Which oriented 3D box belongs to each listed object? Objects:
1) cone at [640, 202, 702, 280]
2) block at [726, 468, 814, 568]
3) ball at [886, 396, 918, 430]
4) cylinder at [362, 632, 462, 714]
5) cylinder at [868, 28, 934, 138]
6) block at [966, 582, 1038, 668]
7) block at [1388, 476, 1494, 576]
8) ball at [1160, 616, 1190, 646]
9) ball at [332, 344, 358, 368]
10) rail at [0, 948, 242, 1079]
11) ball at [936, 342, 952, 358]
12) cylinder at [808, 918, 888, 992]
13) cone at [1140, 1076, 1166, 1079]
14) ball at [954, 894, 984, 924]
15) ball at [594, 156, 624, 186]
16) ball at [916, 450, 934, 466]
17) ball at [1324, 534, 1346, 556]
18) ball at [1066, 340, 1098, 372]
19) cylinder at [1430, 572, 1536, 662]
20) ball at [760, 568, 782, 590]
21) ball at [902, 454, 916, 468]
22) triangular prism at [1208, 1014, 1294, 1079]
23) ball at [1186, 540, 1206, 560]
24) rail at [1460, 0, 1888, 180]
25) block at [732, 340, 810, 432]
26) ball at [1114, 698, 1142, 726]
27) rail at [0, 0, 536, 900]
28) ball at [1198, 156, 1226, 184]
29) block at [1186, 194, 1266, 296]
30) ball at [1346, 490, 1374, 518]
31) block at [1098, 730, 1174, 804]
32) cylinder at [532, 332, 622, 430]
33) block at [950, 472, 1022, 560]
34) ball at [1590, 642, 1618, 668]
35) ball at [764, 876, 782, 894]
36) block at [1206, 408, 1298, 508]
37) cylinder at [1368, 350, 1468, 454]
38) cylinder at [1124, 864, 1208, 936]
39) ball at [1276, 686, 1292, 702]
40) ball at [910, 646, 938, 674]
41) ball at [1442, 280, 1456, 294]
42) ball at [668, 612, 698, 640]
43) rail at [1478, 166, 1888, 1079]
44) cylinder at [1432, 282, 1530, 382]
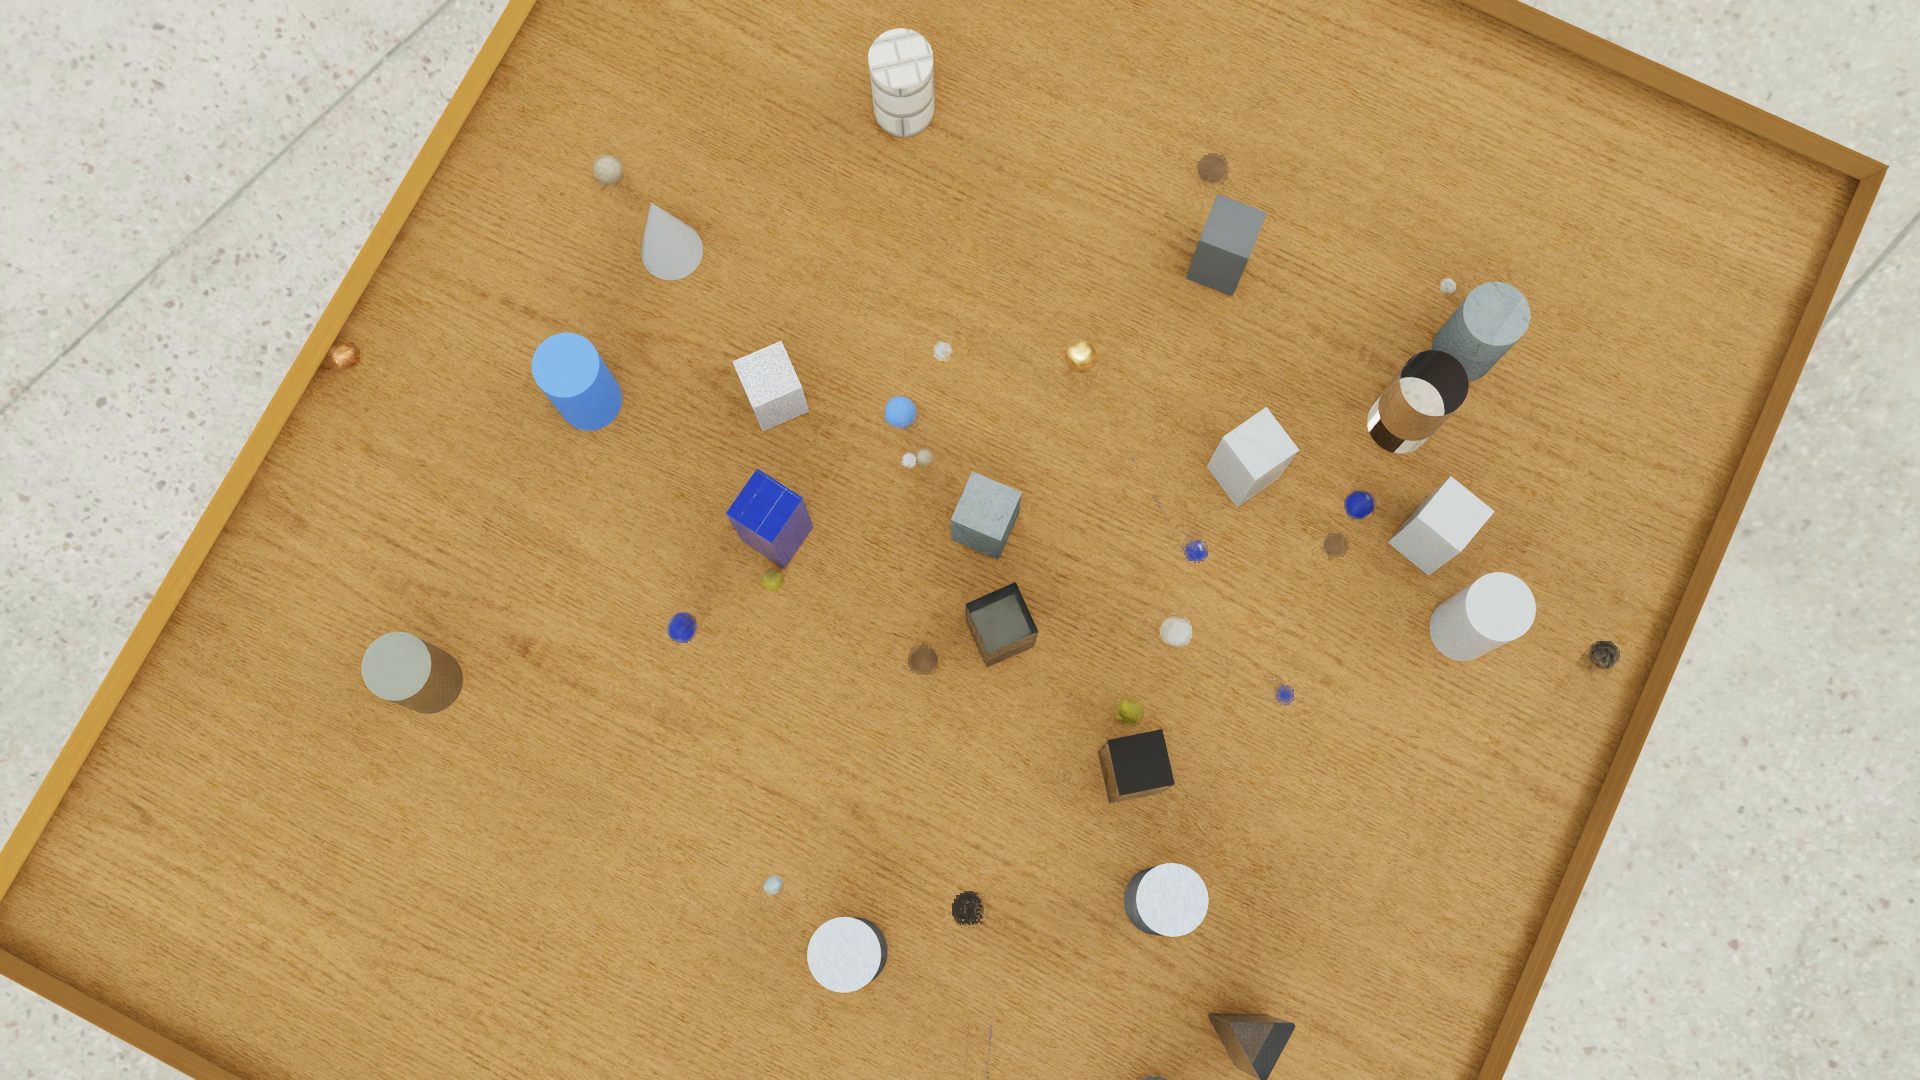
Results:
[{"bbox_3d":[-0.913,-0.958,5.611,0.198,0.399,0.198,0,78,0],"label":"cone"},{"bbox_3d":[-0.559,-0.058,5.428,0.158,0.393,0.158,33,80,6],"label":"block"},{"bbox_3d":[-0.182,-0.391,5.647,0.099,0.099,0.099,0,78,0],"label":"ball"},{"bbox_3d":[-1.598,0.392,5.362,0.198,0.339,0.198,0,78,0],"label":"cylinder"},{"bbox_3d":[-0.180,-1.425,5.732,0.198,0.352,0.198,0,78,0],"label":"cylinder"},{"bbox_3d":[0.120,0.254,5.409,0.158,0.303,0.158,-23,79,-5],"label":"block"},{"bbox_3d":[1.422,-0.037,5.437,0.158,0.367,0.158,40,81,8],"label":"block"},{"bbox_3d":[0.646,0.275,5.514,0.089,0.089,0.089,0,78,0],"label":"ball"},{"bbox_3d":[-1.911,-0.573,5.696,0.077,0.077,0.077,0,78,0],"label":"ball"},{"bbox_3d":[-1.046,2.055,5.125,4.134,0.128,0.045,26,80,5],"label":"rail"},{"bbox_3d":[-0.052,-0.591,5.714,0.048,0.048,0.048,0,78,0],"label":"ball"},{"bbox_3d":[-0.310,1.158,5.136,0.198,0.471,0.198,0,78,0],"label":"cylinder"},{"bbox_3d":[0.559,1.609,5.092,0.198,0.375,0.198,0,78,0],"label":"cone"},{"bbox_3d":[0.027,1.076,5.348,0.089,0.089,0.089,0,78,0],"label":"ball"},{"bbox_3d":[-1.115,-1.169,5.810,0.095,0.095,0.095,0,78,0],"label":"ball"},{"bbox_3d":[-0.108,-0.252,5.642,0.053,0.053,0.053,0,78,0],"label":"ball"},{"bbox_3d":[1.141,0.015,5.580,0.065,0.065,0.065,0,78,0],"label":"ball"},{"bbox_3d":[0.377,-0.572,5.684,0.099,0.099,0.099,0,78,0],"label":"ball"},{"bbox_3d":[1.523,0.229,5.361,0.198,0.407,0.198,0,78,0],"label":"cylinder"},{"bbox_3d":[-0.572,0.119,5.558,0.067,0.067,0.067,0,78,0],"label":"ball"},{"bbox_3d":[-0.156,-0.244,5.645,0.044,0.044,0.044,0,78,0],"label":"ball"},{"bbox_3d":[0.784,1.371,5.097,0.148,0.462,0.171,31,80,6],"label":"triangular prism"},{"bbox_3d":[0.719,0.031,5.580,0.058,0.058,0.058,0,78,0],"label":"ball"},{"bbox_3d":[1.046,-2.041,5.972,4.134,0.128,0.045,26,80,5],"label":"rail"},{"bbox_3d":[-0.573,-0.465,5.578,0.158,0.265,0.158,-24,79,-5],"label":"block"},{"bbox_3d":[0.500,0.513,5.469,0.081,0.081,0.081,0,78,0],"label":"ball"},{"bbox_3d":[-1.828,-0.888,5.734,0.045,0.128,4.724,26,80,5],"label":"rail"},{"bbox_3d":[0.801,-1.175,5.814,0.090,0.090,0.090,0,78,0],"label":"ball"},{"bbox_3d":[0.815,-0.902,5.633,0.158,0.333,0.158,22,79,4],"label":"block"},{"bbox_3d":[1.223,-0.109,5.596,0.085,0.085,0.085,0,78,0],"label":"ball"},{"bbox_3d":[0.506,0.658,5.296,0.158,0.361,0.158,-11,79,-2],"label":"block"},{"bbox_3d":[-1.151,-0.473,5.526,0.198,0.368,0.198,0,78,0],"label":"cylinder"},{"bbox_3d":[0.077,-0.070,5.483,0.158,0.290,0.158,23,79,5],"label":"block"},{"bbox_3d":[1.933,0.347,5.504,0.079,0.079,0.079,0,78,0],"label":"ball"},{"bbox_3d":[-0.551,1.015,5.380,0.052,0.052,0.052,0,78,0],"label":"ball"},{"bbox_3d":[0.872,-0.243,5.485,0.158,0.357,0.158,-34,80,-7],"label":"block"},{"bbox_3d":[1.364,-0.408,5.481,0.198,0.431,0.198,0,78,0],"label":"cylinder"},{"bbox_3d":[0.581,1.024,5.205,0.198,0.391,0.198,0,78,0],"label":"cylinder"},{"bbox_3d":[0.972,0.463,5.497,0.046,0.046,0.046,0,78,0],"label":"ball"},{"bbox_3d":[-0.108,0.359,5.500,0.083,0.083,0.083,0,78,0],"label":"ball"},{"bbox_3d":[1.536,-0.797,5.759,0.045,0.045,0.045,0,78,0],"label":"ball"},{"bbox_3d":[-0.835,0.259,5.519,0.086,0.086,0.086,0,78,0],"label":"ball"},{"bbox_3d":[1.828,0.902,5.363,0.045,0.128,4.724,26,80,5],"label":"rail"},{"bbox_3d":[1.574,-0.626,5.556,0.198,0.372,0.198,0,78,0],"label":"cylinder"}]
